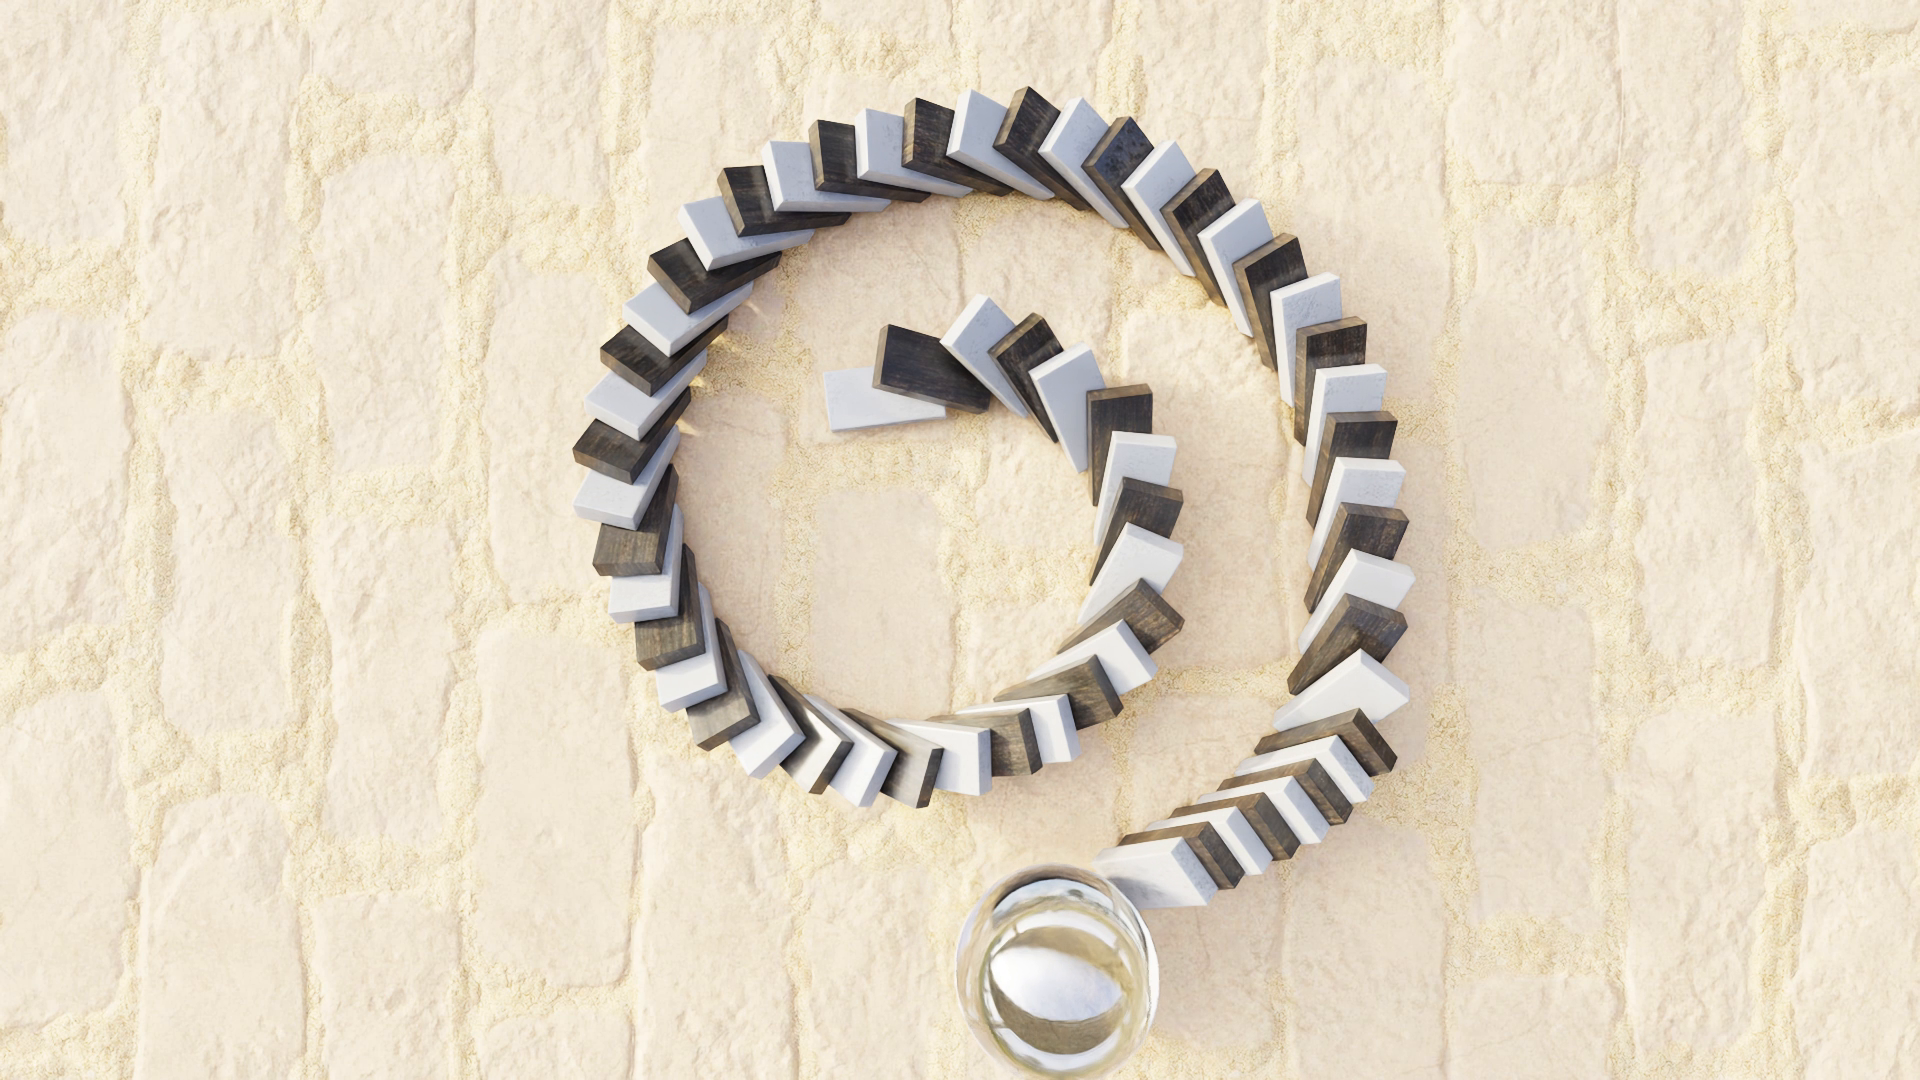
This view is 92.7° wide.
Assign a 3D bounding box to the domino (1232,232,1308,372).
[{"bbox_3d":[0.133,-0.099,0.383,0.025,0.009,0.050,-31,123,0],"label":"domino"}]

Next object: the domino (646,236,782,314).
[{"bbox_3d":[-0.102,-0.116,0.382,0.025,0.009,0.050,48,57,0],"label":"domino"}]

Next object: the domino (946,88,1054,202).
[{"bbox_3d":[0.020,-0.164,0.382,0.050,0.009,0.025,12,90,-33],"label":"domino"}]

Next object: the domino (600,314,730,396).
[{"bbox_3d":[-0.123,-0.085,0.383,0.025,0.010,0.050,35,57,0],"label":"domino"}]

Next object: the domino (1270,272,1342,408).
[{"bbox_3d":[0.146,-0.083,0.382,0.025,0.010,0.050,-20,123,0],"label":"domino"}]

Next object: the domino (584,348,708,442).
[{"bbox_3d":[-0.130,-0.067,0.382,0.025,0.009,0.050,28,57,0],"label":"domino"}]

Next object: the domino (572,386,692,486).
[{"bbox_3d":[-0.136,-0.049,0.382,0.025,0.009,0.050,22,57,0],"label":"domino"}]

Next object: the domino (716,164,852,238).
[{"bbox_3d":[-0.073,-0.143,0.382,0.050,0.009,0.025,-20,89,-33],"label":"domino"}]

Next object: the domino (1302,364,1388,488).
[{"bbox_3d":[0.160,-0.047,0.383,0.025,0.009,0.050,-6,122,-1],"label":"domino"}]

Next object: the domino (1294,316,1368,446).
[{"bbox_3d":[0.154,-0.066,0.382,0.025,0.009,0.050,-12,122,-1],"label":"domino"}]

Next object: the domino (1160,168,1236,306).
[{"bbox_3d":[0.106,-0.126,0.383,0.025,0.009,0.050,-43,122,0],"label":"domino"}]

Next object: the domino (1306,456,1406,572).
[{"bbox_3d":[0.165,-0.010,0.383,0.025,0.009,0.050,3,122,0],"label":"domino"}]

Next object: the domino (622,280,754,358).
[{"bbox_3d":[-0.113,-0.100,0.383,0.025,0.010,0.050,40,57,0],"label":"domino"}]

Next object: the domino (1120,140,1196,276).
[{"bbox_3d":[0.091,-0.138,0.383,0.025,0.009,0.050,-48,122,0],"label":"domino"}]

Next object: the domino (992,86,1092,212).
[{"bbox_3d":[0.040,-0.162,0.382,0.050,0.009,0.025,23,89,-33],"label":"domino"}]

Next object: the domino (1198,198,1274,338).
[{"bbox_3d":[0.121,-0.113,0.383,0.025,0.010,0.050,-37,122,0],"label":"domino"}]

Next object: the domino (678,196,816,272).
[{"bbox_3d":[-0.089,-0.132,0.382,0.050,0.009,0.025,-29,90,-33],"label":"domino"}]

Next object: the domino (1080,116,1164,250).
[{"bbox_3d":[0.075,-0.148,0.383,0.050,0.010,0.025,37,89,-32],"label":"domino"}]

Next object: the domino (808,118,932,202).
[{"bbox_3d":[-0.037,-0.157,0.383,0.050,0.009,0.025,-6,90,-32],"label":"domino"}]

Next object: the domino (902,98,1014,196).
[{"bbox_3d":[0.000,-0.163,0.383,0.050,0.010,0.025,3,90,-32],"label":"domino"}]

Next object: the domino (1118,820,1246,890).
[{"bbox_3d":[0.089,0.132,0.378,0.009,0.050,0.025,-36,90,-39],"label":"domino"}]

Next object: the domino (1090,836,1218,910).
[{"bbox_3d":[0.079,0.138,0.378,0.009,0.050,0.025,-35,90,-39],"label":"domino"}]

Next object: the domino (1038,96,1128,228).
[{"bbox_3d":[0.058,-0.156,0.382,0.050,0.009,0.025,31,89,-32],"label":"domino"}]

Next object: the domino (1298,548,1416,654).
[{"bbox_3d":[0.165,0.030,0.383,0.025,0.010,0.050,17,122,0],"label":"domino"}]

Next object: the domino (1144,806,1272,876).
[{"bbox_3d":[0.100,0.126,0.378,0.009,0.050,0.025,-36,90,-39],"label":"domino"}]

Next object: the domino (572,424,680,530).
[{"bbox_3d":[-0.138,-0.029,0.382,0.025,0.010,0.050,13,57,0],"label":"domino"}]

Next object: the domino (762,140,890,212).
[{"bbox_3d":[-0.055,-0.151,0.382,0.050,0.010,0.025,-13,90,-33],"label":"domino"}]

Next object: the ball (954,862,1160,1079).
[{"bbox_3d":[0.038,0.169,0.360,0.080,0.080,0.080,0,90,0],"label":"ball"}]

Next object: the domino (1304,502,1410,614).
[{"bbox_3d":[0.165,0.009,0.383,0.025,0.010,0.050,7,122,0],"label":"domino"}]

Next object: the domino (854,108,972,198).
[{"bbox_3d":[-0.019,-0.161,0.383,0.050,0.010,0.025,-3,90,-32],"label":"domino"}]

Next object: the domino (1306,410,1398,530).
[{"bbox_3d":[0.163,-0.029,0.383,0.025,0.010,0.050,-2,122,0],"label":"domino"}]
